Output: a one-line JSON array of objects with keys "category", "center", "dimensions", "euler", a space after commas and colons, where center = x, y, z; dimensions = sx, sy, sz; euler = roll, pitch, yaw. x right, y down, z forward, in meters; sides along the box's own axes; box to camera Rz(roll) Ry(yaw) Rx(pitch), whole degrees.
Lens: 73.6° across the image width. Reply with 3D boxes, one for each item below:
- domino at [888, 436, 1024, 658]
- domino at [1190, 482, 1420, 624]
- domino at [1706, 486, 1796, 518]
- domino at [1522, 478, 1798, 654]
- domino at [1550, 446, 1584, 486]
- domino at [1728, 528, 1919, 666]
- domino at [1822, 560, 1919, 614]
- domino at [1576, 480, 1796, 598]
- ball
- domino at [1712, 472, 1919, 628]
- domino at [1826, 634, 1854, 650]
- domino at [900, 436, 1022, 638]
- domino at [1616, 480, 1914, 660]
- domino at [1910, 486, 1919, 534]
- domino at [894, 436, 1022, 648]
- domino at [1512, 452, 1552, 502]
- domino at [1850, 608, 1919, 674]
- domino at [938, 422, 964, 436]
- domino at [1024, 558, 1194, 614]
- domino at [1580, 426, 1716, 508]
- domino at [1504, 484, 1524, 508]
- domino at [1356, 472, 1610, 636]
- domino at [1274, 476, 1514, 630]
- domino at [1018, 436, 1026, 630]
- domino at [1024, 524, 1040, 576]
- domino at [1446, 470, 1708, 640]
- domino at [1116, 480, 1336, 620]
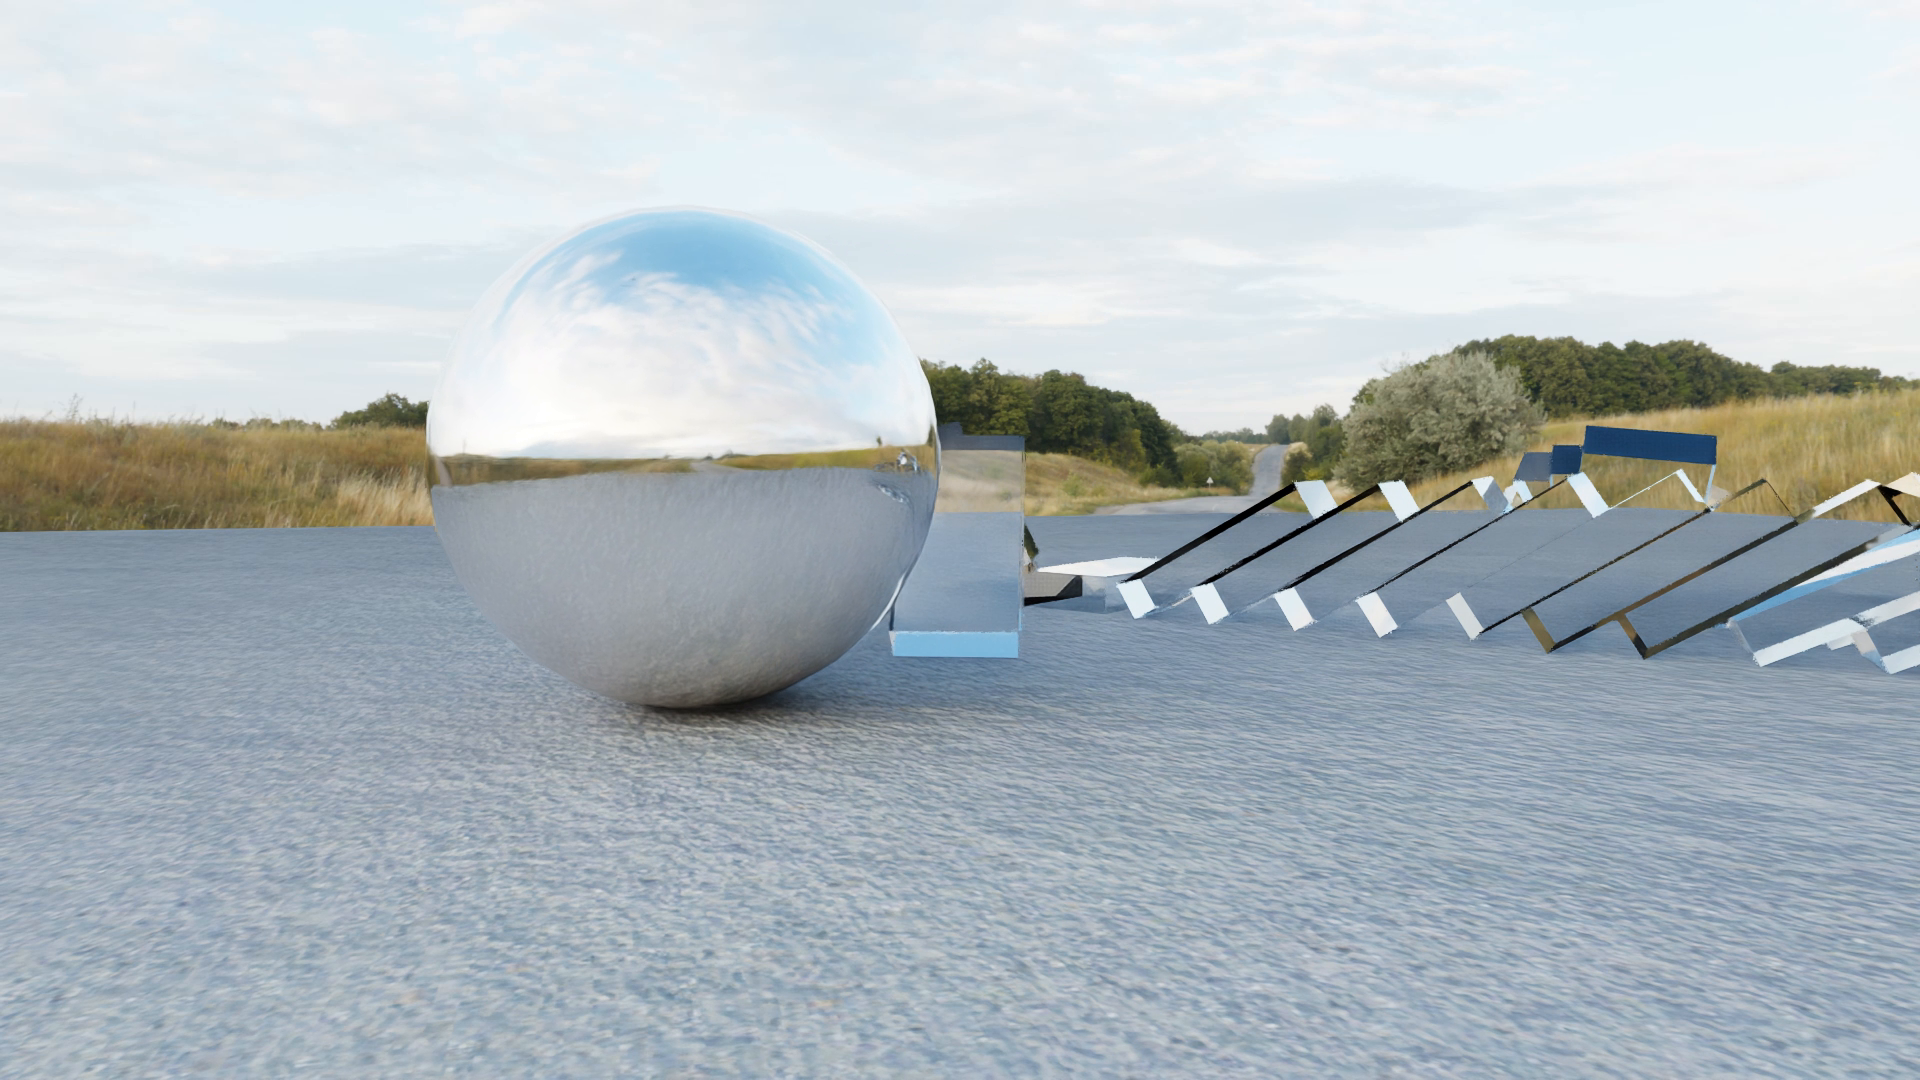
[{"category": "domino", "center": [0.000, 0.000, 0.267], "dimensions": [0.025, 0.050, 0.010], "euler": [0, -36, 4]}, {"category": "domino", "center": [0.082, 0.003, 0.303], "dimensions": [0.050, 0.010, 0.025], "euler": [-33, -13, 28]}, {"category": "domino", "center": [0.216, -0.001, 0.342], "dimensions": [0.050, 0.010, 0.025], "euler": [28, 3, 26]}, {"category": "domino", "center": [0.141, 0.005, 0.260], "dimensions": [0.050, 0.010, 0.025], "euler": [-36, -14, 28]}, {"category": "domino", "center": [0.157, -0.002, 0.308], "dimensions": [0.025, 0.050, 0.009], "euler": [2, 50, 29]}, {"category": "domino", "center": [0.176, 0.008, 0.247], "dimensions": [0.050, 0.010, 0.025], "euler": [-28, -8, 24]}, {"category": "domino", "center": [0.255, 0.012, 0.339], "dimensions": [0.025, 0.009, 0.050], "euler": [1, 4, 8]}, {"category": "domino", "center": [0.196, 0.000, 0.349], "dimensions": [0.050, 0.010, 0.025], "euler": [27, 3, 22]}, {"category": "ball", "center": [-0.043, -0.013, 0.207], "dimensions": [0.080, 0.080, 0.080], "euler": [0, 4, 0]}, {"category": "domino", "center": [0.182, 0.004, 0.274], "dimensions": [0.025, 0.010, 0.050], "euler": [4, -31, -42]}, {"category": "domino", "center": [0.204, 0.008, 0.265], "dimensions": [0.050, 0.009, 0.025], "euler": [-26, -9, 28]}, {"category": "domino", "center": [0.001, -0.002, 0.292], "dimensions": [0.025, 0.050, 0.009], "euler": [0, -36, 4]}, {"category": "domino", "center": [0.157, 0.006, 0.253], "dimensions": [0.050, 0.009, 0.025], "euler": [-36, -14, 28]}, {"category": "domino", "center": [0.255, 0.003, 0.314], "dimensions": [0.025, 0.009, 0.050], "euler": [4, 32, 21]}, {"category": "domino", "center": [0.000, -0.001, 0.280], "dimensions": [0.025, 0.050, 0.009], "euler": [0, -36, 4]}, {"category": "domino", "center": [0.163, -0.002, 0.326], "dimensions": [0.025, 0.010, 0.050], "euler": [4, -36, 48]}, {"category": "domino", "center": [0.196, 0.009, 0.239], "dimensions": [0.050, 0.010, 0.025], "euler": [-28, -8, 24]}, {"category": "domino", "center": [-0.006, -0.006, 0.319], "dimensions": [0.025, 0.050, 0.010], "euler": [-14, -36, -6]}, {"category": "domino", "center": [0.042, 0.012, 0.348], "dimensions": [0.025, 0.009, 0.050], "euler": [3, 5, 38]}, {"category": "domino", "center": [0.152, -0.003, 0.290], "dimensions": [0.025, 0.050, 0.010], "euler": [8, 47, 24]}, {"category": "domino", "center": [0.174, 0.000, 0.352], "dimensions": [0.050, 0.009, 0.025], "euler": [27, 3, 13]}, {"category": "domino", "center": [0.114, 0.003, 0.280], "dimensions": [0.050, 0.010, 0.025], "euler": [-37, -15, 31]}, {"category": "domino", "center": [0.098, 0.003, 0.292], "dimensions": [0.050, 0.010, 0.025], "euler": [-35, -14, 29]}, {"category": "domino", "center": [0.003, -0.002, 0.305], "dimensions": [0.025, 0.050, 0.009], "euler": [0, -36, 4]}, {"category": "domino", "center": [0.008, 0.007, 0.345], "dimensions": [0.025, 0.009, 0.050], "euler": [-26, 2, 6]}, {"category": "domino", "center": [0.129, 0.003, 0.270], "dimensions": [0.050, 0.009, 0.025], "euler": [-36, -14, 28]}, {"category": "domino", "center": [0.065, 0.002, 0.312], "dimensions": [0.050, 0.010, 0.025], "euler": [-33, -13, 28]}]
